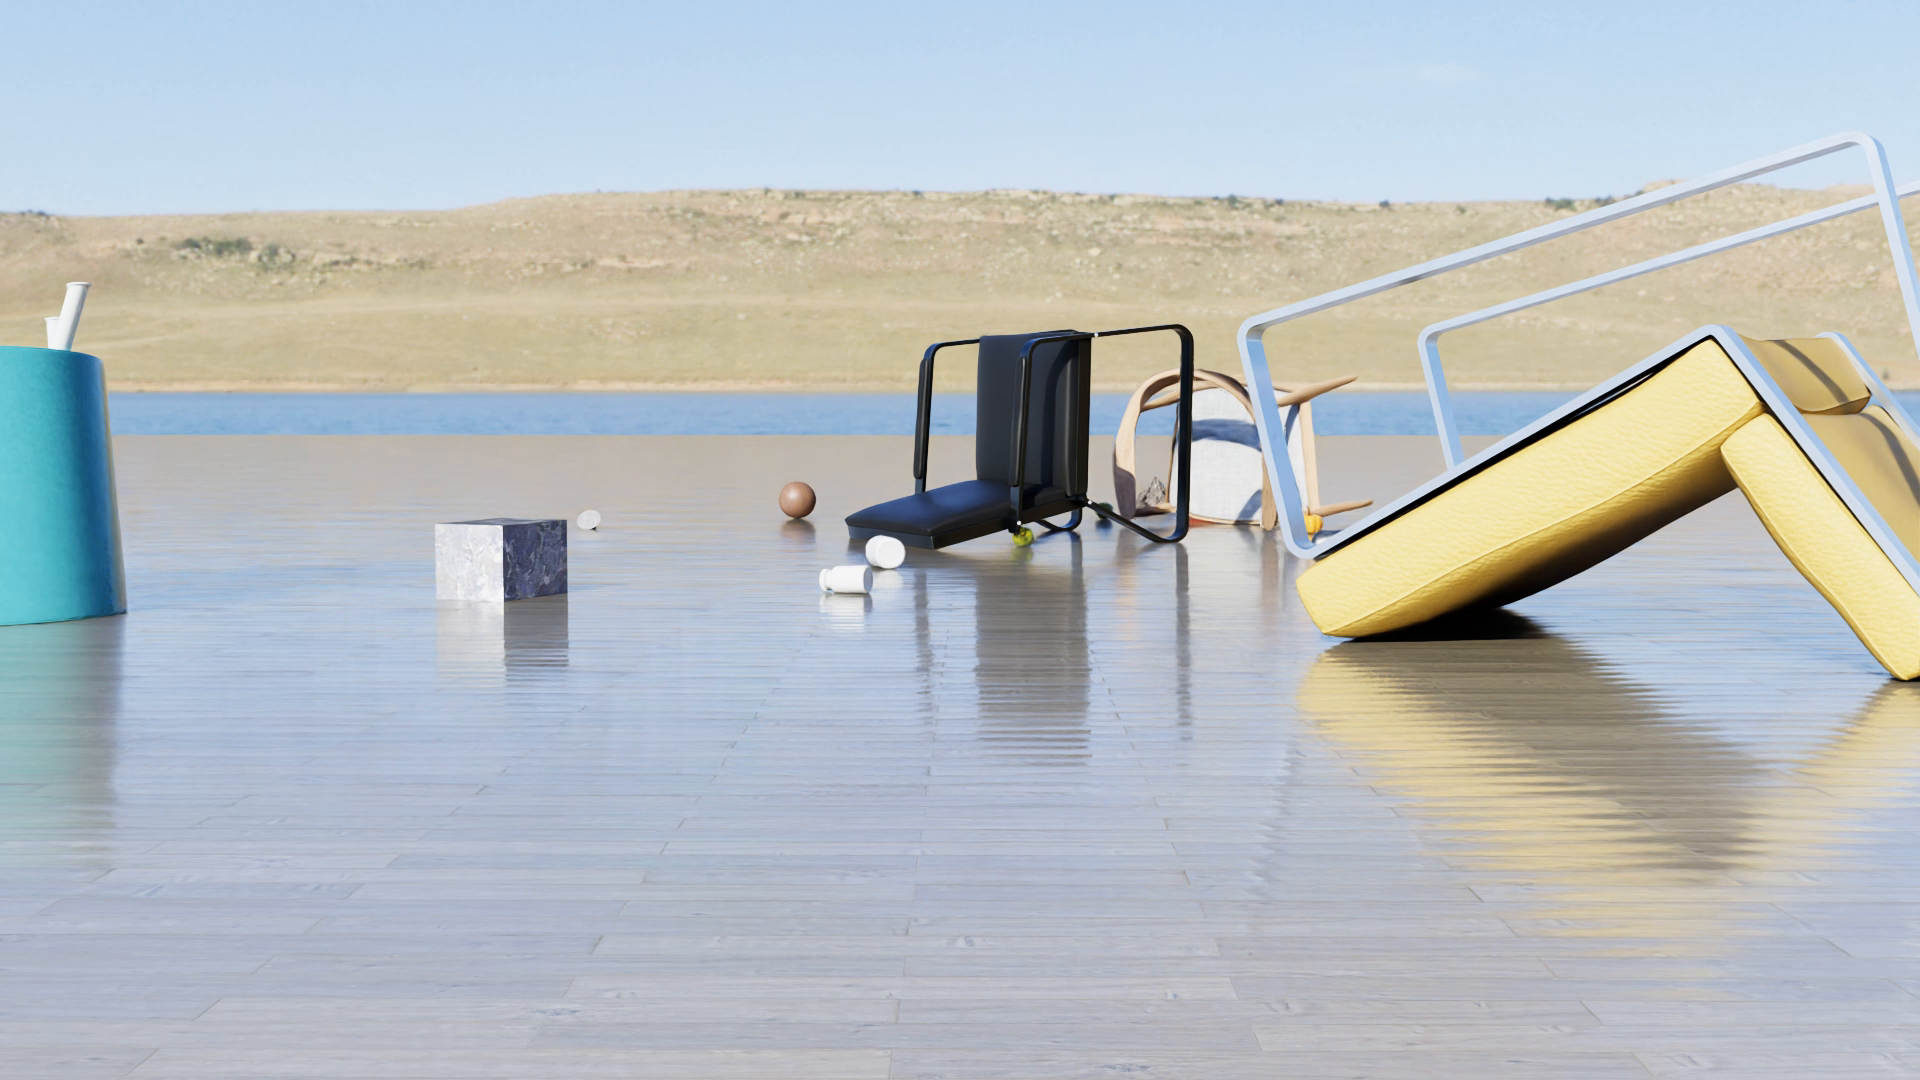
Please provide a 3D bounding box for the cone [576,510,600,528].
[{"bbox_3d":[-1.186,-0.052,7.089,0.080,0.067,0.063,-3,-29,15],"label":"cone"}]

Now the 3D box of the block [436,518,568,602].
[{"bbox_3d":[-0.994,0.041,4.779,0.173,0.161,0.239,2,4,24],"label":"block"}]

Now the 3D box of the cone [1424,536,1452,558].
[{"bbox_3d":[1.258,0.034,5.824,0.065,0.066,0.076,-27,-17,2],"label":"cone"}]

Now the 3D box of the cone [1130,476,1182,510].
[{"bbox_3d":[0.740,-0.182,8.313,0.194,0.121,0.232,3,5,36],"label":"cone"}]
